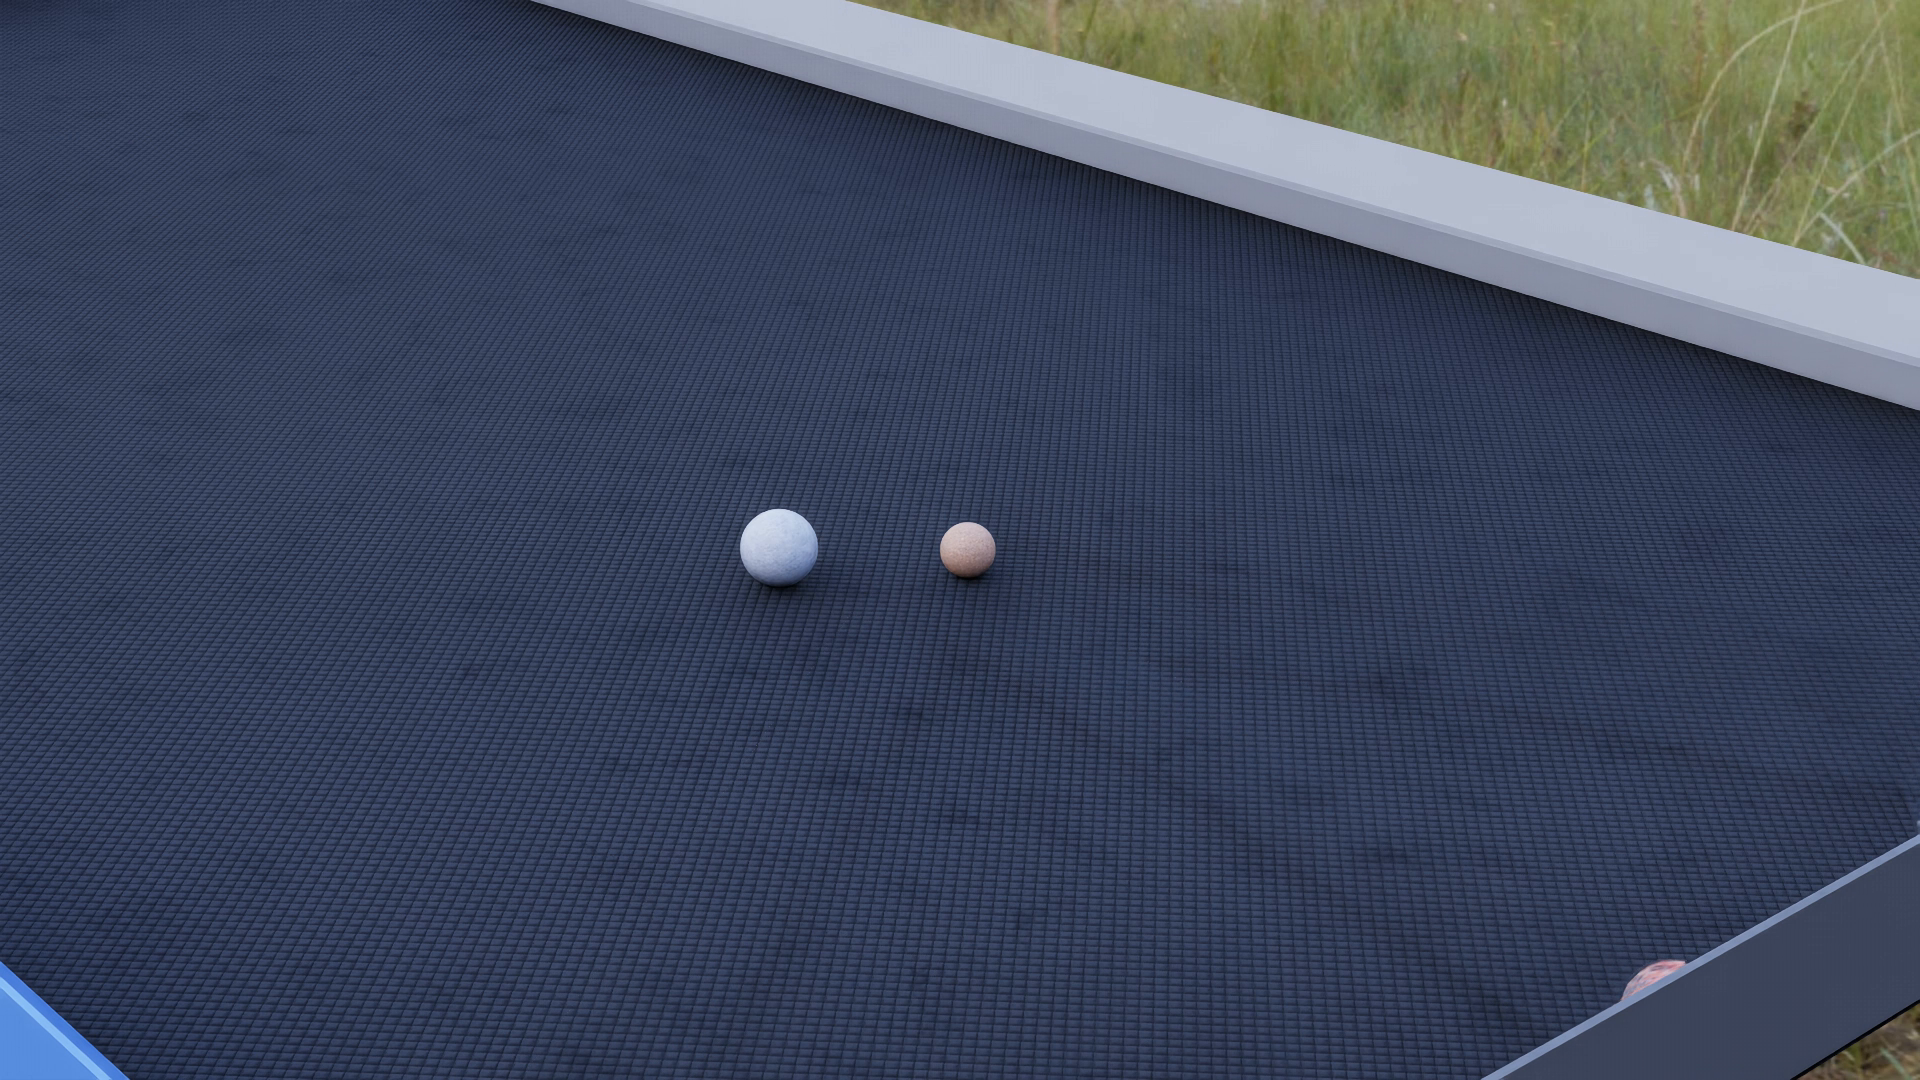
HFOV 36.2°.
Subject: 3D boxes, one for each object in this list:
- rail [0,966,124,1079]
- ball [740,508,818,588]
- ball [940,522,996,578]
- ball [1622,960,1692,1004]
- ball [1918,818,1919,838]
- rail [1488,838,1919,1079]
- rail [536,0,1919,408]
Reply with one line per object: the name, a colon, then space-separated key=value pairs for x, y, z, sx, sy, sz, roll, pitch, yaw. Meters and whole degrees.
rail: x=-1.284 y=-0.055 z=2.469 sx=0.045 sy=0.124 sz=3.568 roll=-18 pitch=29 yaw=-37
ball: x=-0.148 y=0.007 z=2.402 sx=0.064 sy=0.064 sz=0.064 roll=0 pitch=23 yaw=0
ball: x=0.006 y=0.008 z=2.421 sx=0.046 sy=0.046 sz=0.046 roll=0 pitch=23 yaw=0
ball: x=0.424 y=0.281 z=1.747 sx=0.062 sy=0.062 sz=0.062 roll=0 pitch=23 yaw=0
ball: x=0.668 y=0.194 z=1.974 sx=0.048 sy=0.048 sz=0.048 roll=0 pitch=23 yaw=0
rail: x=0.568 y=0.224 z=1.801 sx=1.901 sy=0.124 sz=0.045 roll=-18 pitch=29 yaw=-37
rail: x=0.117 y=-0.522 z=3.589 sx=0.045 sy=0.124 sz=3.568 roll=-18 pitch=29 yaw=-37
